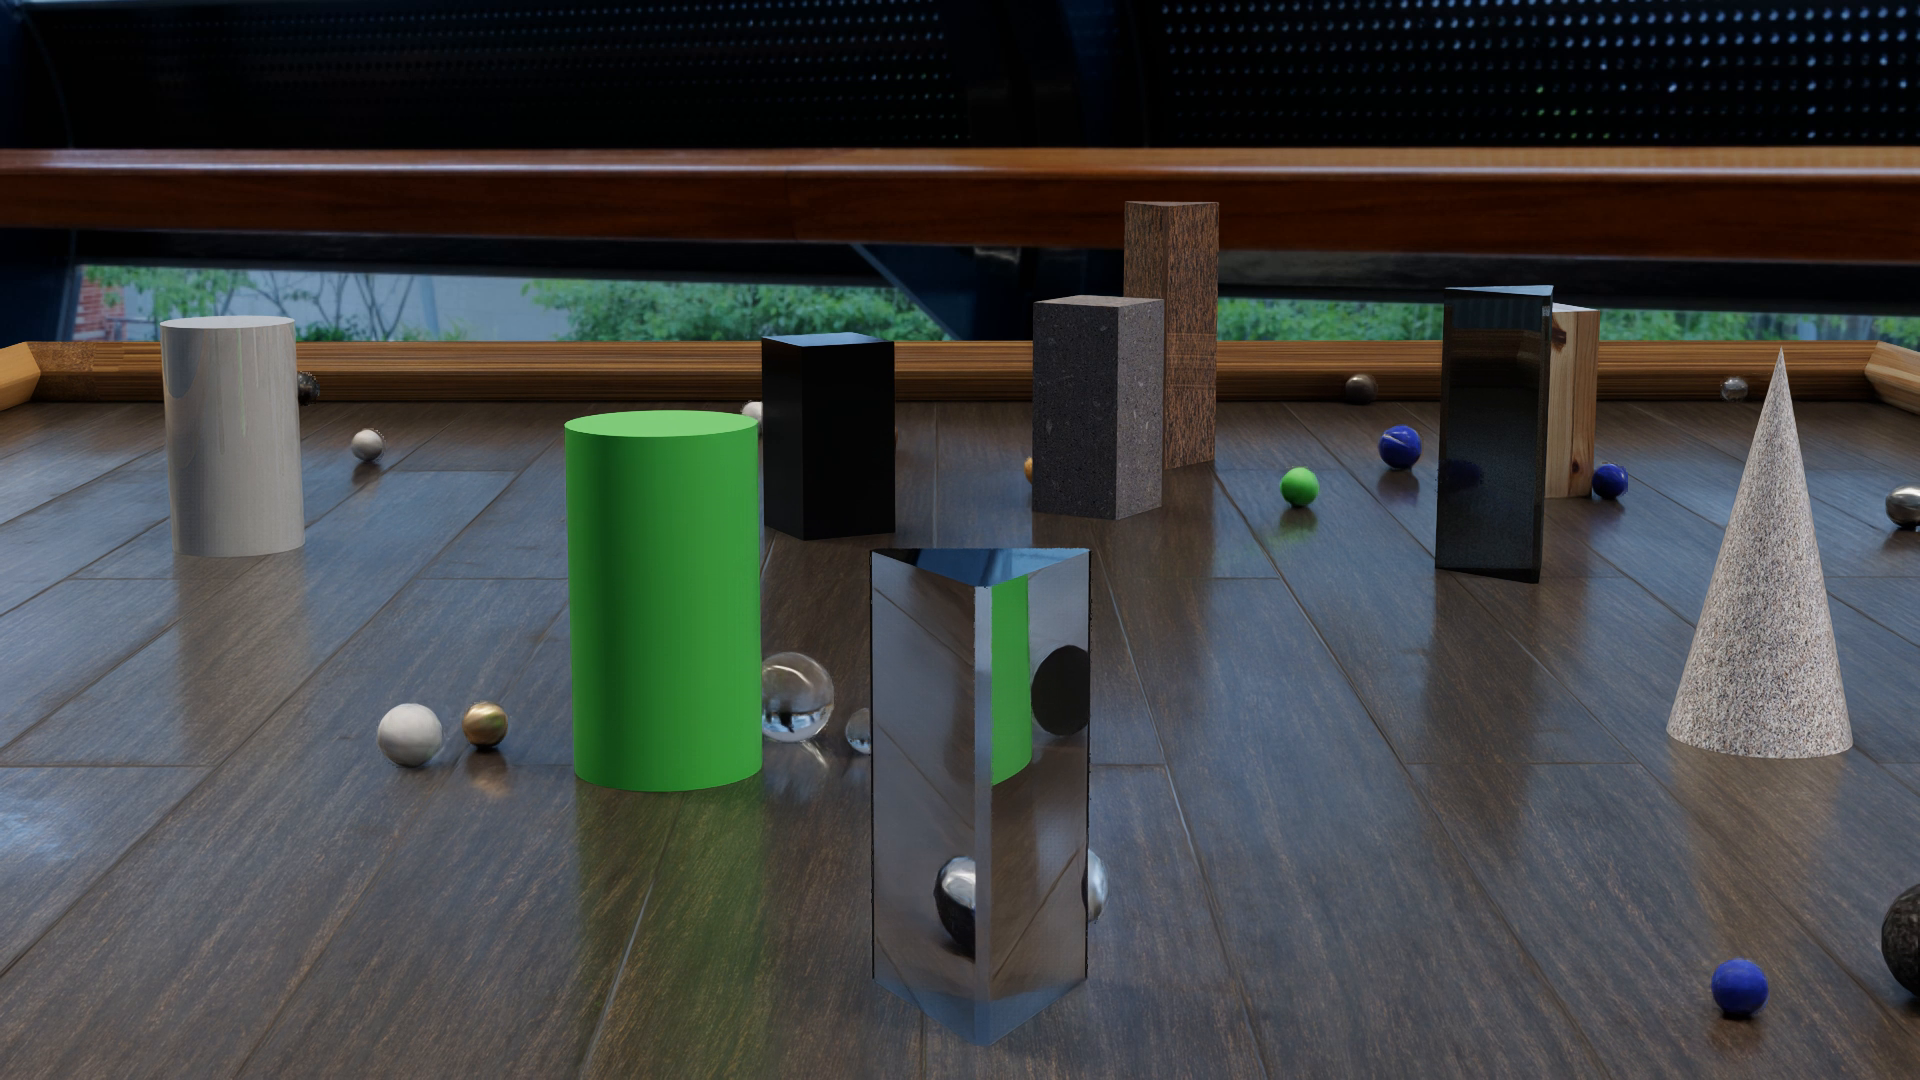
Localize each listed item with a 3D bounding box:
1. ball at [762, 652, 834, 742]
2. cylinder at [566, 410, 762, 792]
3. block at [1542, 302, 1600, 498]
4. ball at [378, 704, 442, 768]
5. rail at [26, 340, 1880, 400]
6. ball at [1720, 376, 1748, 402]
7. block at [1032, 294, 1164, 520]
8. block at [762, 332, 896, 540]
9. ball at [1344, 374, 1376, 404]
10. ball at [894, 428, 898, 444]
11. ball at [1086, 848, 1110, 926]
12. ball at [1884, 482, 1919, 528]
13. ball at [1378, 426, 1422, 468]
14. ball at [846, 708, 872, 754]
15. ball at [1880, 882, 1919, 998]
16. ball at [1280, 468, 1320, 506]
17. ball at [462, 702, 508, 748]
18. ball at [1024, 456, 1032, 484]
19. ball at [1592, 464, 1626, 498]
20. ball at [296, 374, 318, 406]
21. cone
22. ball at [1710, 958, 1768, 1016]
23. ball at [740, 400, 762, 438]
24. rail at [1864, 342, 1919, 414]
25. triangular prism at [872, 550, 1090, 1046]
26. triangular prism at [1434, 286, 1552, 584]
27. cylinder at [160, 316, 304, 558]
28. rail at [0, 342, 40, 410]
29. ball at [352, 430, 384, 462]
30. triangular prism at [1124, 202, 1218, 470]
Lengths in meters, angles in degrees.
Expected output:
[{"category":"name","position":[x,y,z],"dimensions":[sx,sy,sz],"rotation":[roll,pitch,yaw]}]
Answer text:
[{"category":"ball","position":[-0.185,0.171,2.791],"dimensions":[0.099,0.099,0.099],"rotation":[0,10,0]},{"category":"cylinder","position":[-0.307,0.059,2.669],"dimensions":[0.197,0.364,0.197],"rotation":[0,10,0]},{"category":"block","position":[0.984,-0.242,4.419],"dimensions":[0.158,0.317,0.158],"rotation":[-3,11,-18]},{"category":"ball","position":[-0.577,0.205,2.694],"dimensions":[0.067,0.067,0.067],"rotation":[0,10,0]},{"category":"rail","position":[-0.013,-0.369,5.619],"dimensions":[4.071,0.128,0.045],"rotation":[0,10,0]},{"category":"ball","position":[1.691,-0.329,5.601],"dimensions":[0.058,0.058,0.058],"rotation":[0,10,0]},{"category":"block","position":[0.228,-0.222,4.232],"dimensions":[0.158,0.346,0.158],"rotation":[7,12,31]},{"category":"block","position":[-0.208,-0.167,4.054],"dimensions":[0.158,0.302,0.158],"rotation":[-5,12,-27]},{"category":"ball","position":[0.870,-0.329,5.581],"dimensions":[0.066,0.066,0.066],"rotation":[0,10,0]},{"category":"ball","position":[-0.142,-0.199,4.930],"dimensions":[0.047,0.047,0.047],"rotation":[0,10,0]},{"category":"ball","position":[0.090,0.295,2.186],"dimensions":[0.075,0.075,0.075],"rotation":[0,10,0]},{"category":"ball","position":[1.511,-0.055,4.086],"dimensions":[0.071,0.071,0.071],"rotation":[0,10,0]},{"category":"ball","position":[0.804,-0.170,4.682],"dimensions":[0.079,0.079,0.079],"rotation":[0,10,0]},{"category":"ball","position":[-0.097,0.204,2.744],"dimensions":[0.050,0.050,0.050],"rotation":[0,10,0]},{"category":"ball","position":[0.775,0.315,2.013],"dimensions":[0.098,0.098,0.098],"rotation":[0,10,0]},{"category":"ball","position":[0.568,-0.089,4.287],"dimensions":[0.065,0.065,0.065],"rotation":[0,10,0]},{"category":"ball","position":[-0.513,0.200,2.770],"dimensions":[0.049,0.049,0.049],"rotation":[0,10,0]},{"category":"ball","position":[0.142,-0.121,4.475],"dimensions":[0.060,0.060,0.060],"rotation":[0,10,0]},{"category":"ball","position":[1.104,-0.100,4.366],"dimensions":[0.058,0.058,0.058],"rotation":[0,10,0]},{"category":"ball","position":[-1.426,-0.325,5.547],"dimensions":[0.070,0.070,0.070],"rotation":[0,10,0]},{"category":"cone","position":[0.880,0.003,2.787],"dimensions":[0.197,0.430,0.197],"rotation":[0,10,0]},{"category":"ball","position":[0.606,0.347,1.993],"dimensions":[0.043,0.043,0.043],"rotation":[0,10,0]},{"category":"ball","position":[-0.400,-0.240,5.082],"dimensions":[0.072,0.072,0.072],"rotation":[0,10,0]},{"category":"rail","position":[2.012,0.031,3.460],"dimensions":[0.045,0.128,4.462],"rotation":[0,10,0]},{"category":"triangular prism","position":[0.038,0.187,2.006],"dimensions":[0.148,0.352,0.171],"rotation":[-6,12,-30]},{"category":"triangular prism","position":[0.809,-0.160,3.722],"dimensions":[0.171,0.410,0.148],"rotation":[10,15,44]},{"category":"cylinder","position":[-1.107,-0.161,3.911],"dimensions":[0.197,0.344,0.197],"rotation":[0,10,0]},{"category":"rail","position":[-2.012,0.035,3.437],"dimensions":[0.045,0.128,4.462],"rotation":[0,10,0]},{"category":"ball","position":[-1.102,-0.175,4.772],"dimensions":[0.058,0.058,0.058],"rotation":[0,10,0]},{"category":"triangular prism","position":[0.364,-0.383,4.742],"dimensions":[0.148,0.477,0.171],"rotation":[8,13,38]}]
